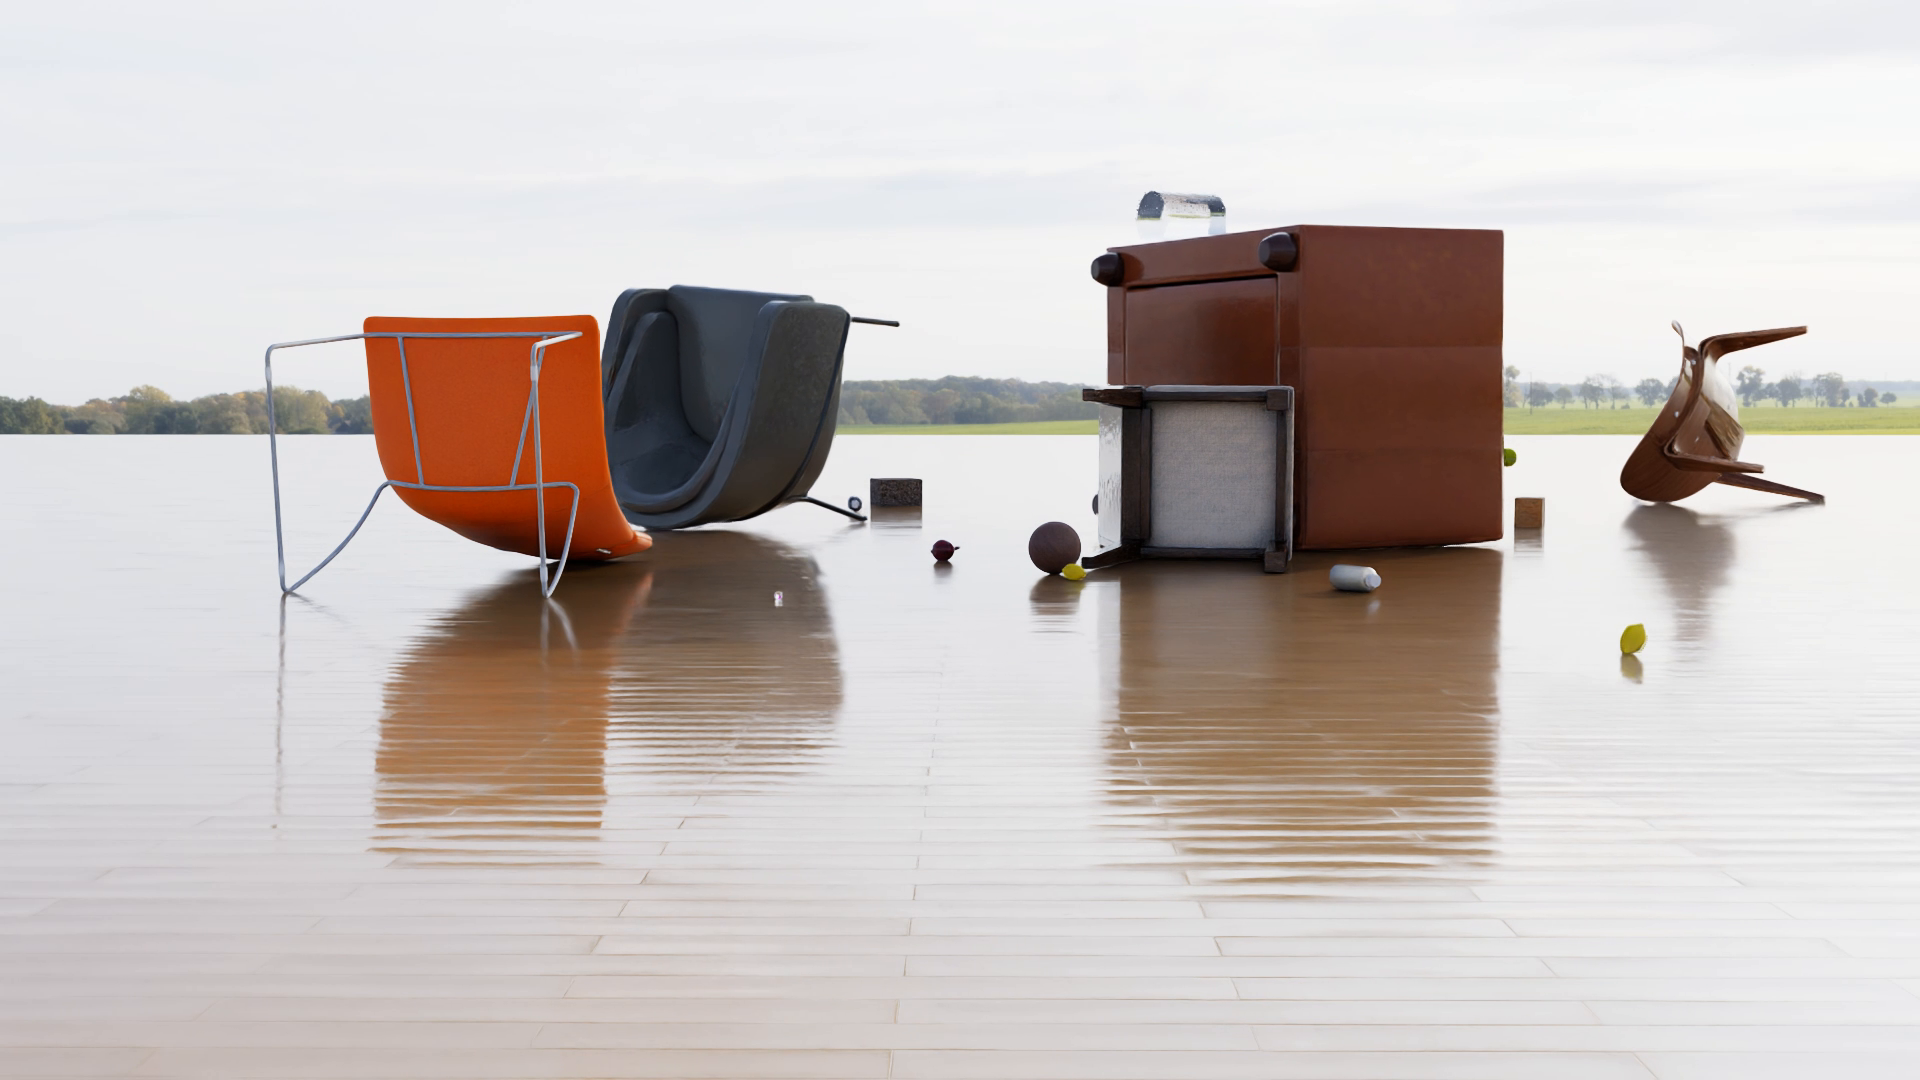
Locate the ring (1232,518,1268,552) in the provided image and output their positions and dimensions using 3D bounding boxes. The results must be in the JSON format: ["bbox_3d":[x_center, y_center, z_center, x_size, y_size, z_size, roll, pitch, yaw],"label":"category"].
[{"bbox_3d":[0.799,-0.014,6.061,0.057,0.095,0.213,20,-9,-9],"label":"ring"}]

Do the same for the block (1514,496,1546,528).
[{"bbox_3d":[1.869,-0.092,7.211,0.088,0.093,0.134,1,4,19],"label":"block"}]

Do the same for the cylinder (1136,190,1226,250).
[{"bbox_3d":[0.706,-1.018,7.006,0.230,0.178,0.169,-3,3,-30],"label":"cylinder"}]

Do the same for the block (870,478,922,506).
[{"bbox_3d":[-0.248,-0.187,8.526,0.166,0.101,0.168,-1,4,-17],"label":"block"}]

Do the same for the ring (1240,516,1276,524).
[{"bbox_3d":[0.999,-0.067,7.367,0.128,0.021,0.072,0,5,5],"label":"ring"}]
